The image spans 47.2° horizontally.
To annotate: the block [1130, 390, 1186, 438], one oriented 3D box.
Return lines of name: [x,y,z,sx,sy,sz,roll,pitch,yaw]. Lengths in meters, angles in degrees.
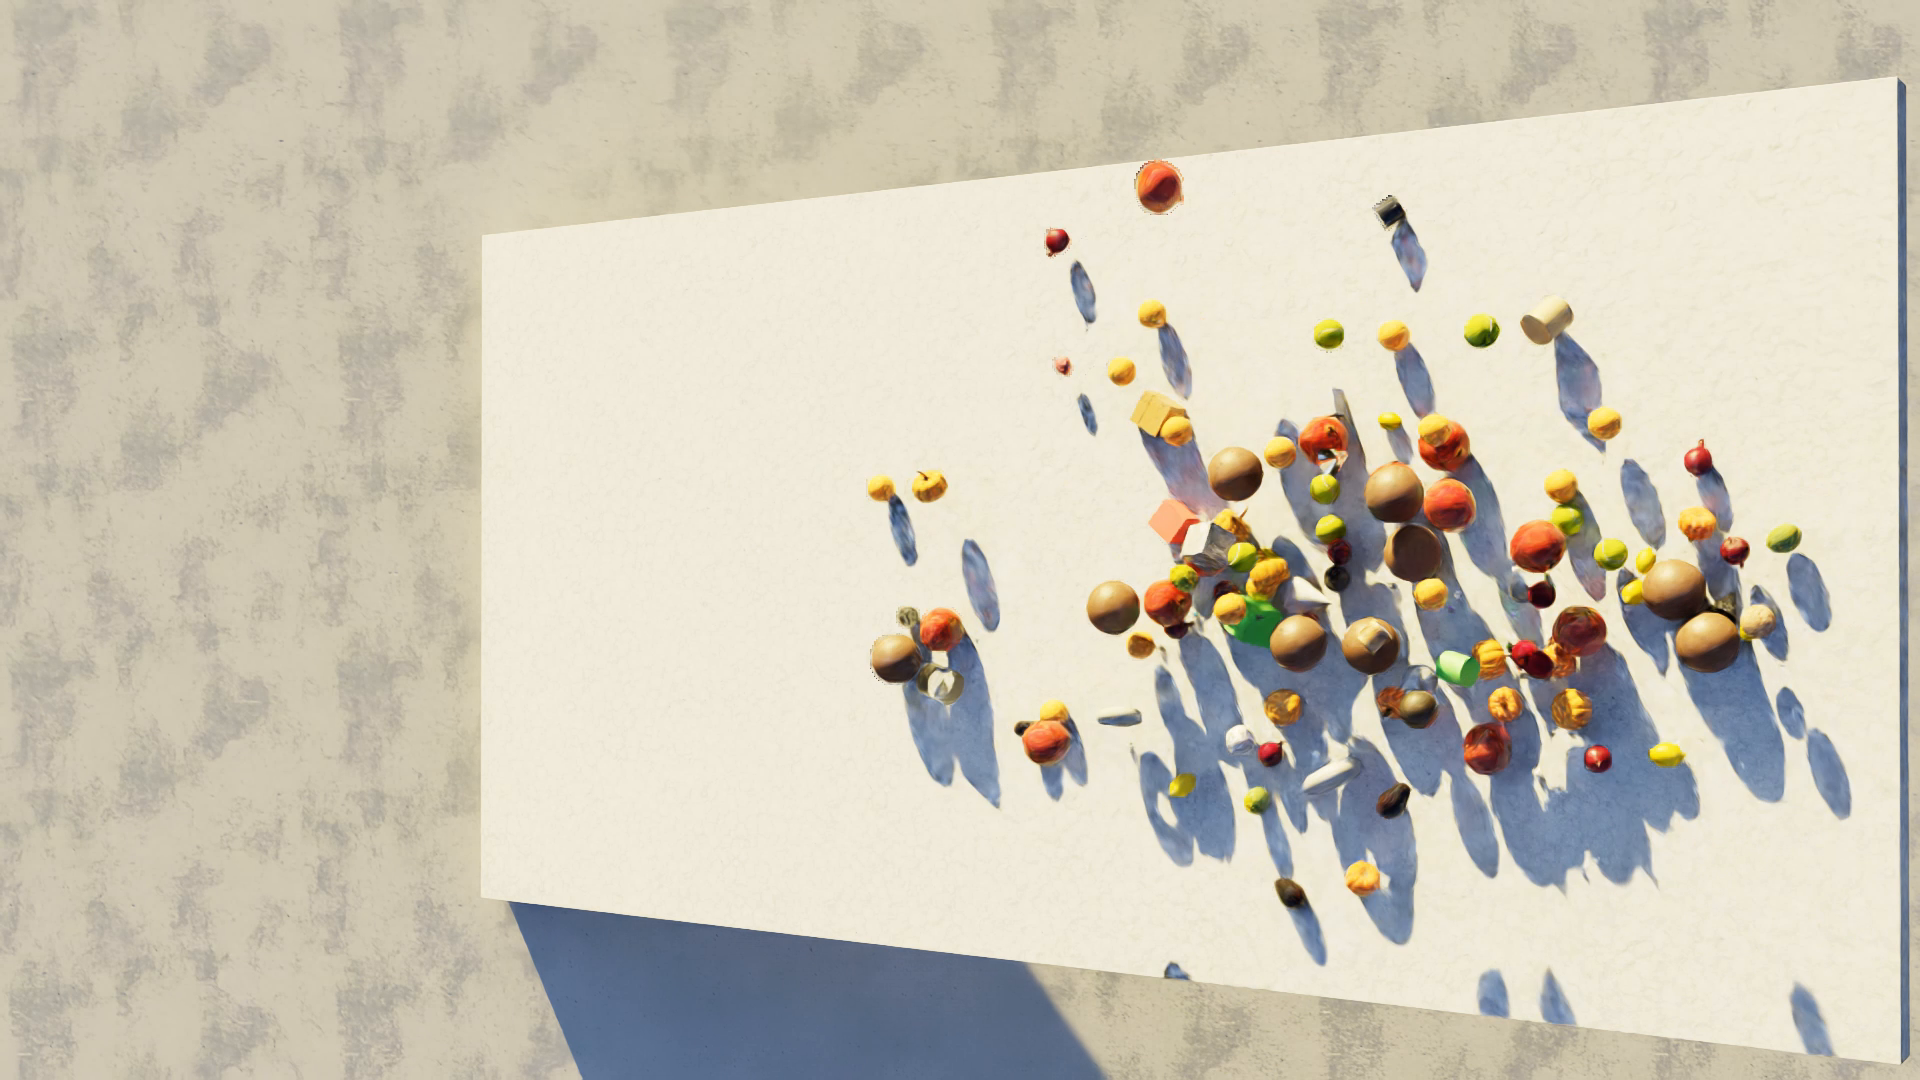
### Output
block: [0.480,-0.305,5.335,0.082,0.082,0.082,36,109,28]

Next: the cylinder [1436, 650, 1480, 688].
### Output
cylinder: [1.086,0.281,4.800,0.066,0.066,0.066,-11,108,-36]

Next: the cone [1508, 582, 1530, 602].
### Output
cone: [1.225,0.124,4.842,0.050,0.050,0.050,11,114,25]

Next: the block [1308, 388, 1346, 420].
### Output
block: [0.852,-0.316,5.104,0.062,0.062,0.062,-10,84,33]

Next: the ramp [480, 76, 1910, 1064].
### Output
ramp: [0.255,0.070,5.589,4.000,0.100,2.000,0,89,33]

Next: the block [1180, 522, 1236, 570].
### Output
block: [0.575,0.015,5.093,0.080,0.080,0.080,29,69,-27]

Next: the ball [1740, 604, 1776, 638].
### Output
ball: [1.626,0.166,4.480,0.069,0.069,0.069,0,90,0]

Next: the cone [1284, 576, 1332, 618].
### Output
cone: [0.818,0.138,5.080,0.100,0.100,0.100,11,89,37]

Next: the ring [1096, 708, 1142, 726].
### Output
ring: [0.386,0.428,5.331,0.116,0.116,0.039,2,80,0]

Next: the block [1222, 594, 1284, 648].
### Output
block: [0.690,0.191,5.172,0.087,0.087,0.087,14,105,-30]

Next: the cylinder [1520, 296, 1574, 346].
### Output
cylinder: [1.279,-0.478,4.791,0.080,0.080,0.080,-39,90,-22]

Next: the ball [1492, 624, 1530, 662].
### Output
ball: [1.225,0.228,4.884,0.085,0.085,0.085,0,90,0]

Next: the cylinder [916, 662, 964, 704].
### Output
cylinder: [-0.050,0.368,5.643,0.088,0.088,0.088,-13,110,-38]

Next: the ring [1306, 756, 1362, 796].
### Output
ring: [0.856,0.541,5.034,0.144,0.144,0.048,-25,75,0]

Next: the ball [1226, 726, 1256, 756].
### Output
ball: [0.665,0.475,5.214,0.072,0.072,0.072,0,90,0]

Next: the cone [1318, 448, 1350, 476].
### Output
cone: [0.822,-0.180,4.771,0.065,0.065,0.065,-23,89,-30]

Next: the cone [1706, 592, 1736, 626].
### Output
cone: [1.614,0.133,4.616,0.067,0.067,0.067,35,74,0]

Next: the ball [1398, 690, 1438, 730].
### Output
ball: [1.022,0.378,4.899,0.087,0.087,0.087,0,90,0]

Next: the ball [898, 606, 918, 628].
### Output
ball: [-0.135,0.201,5.751,0.054,0.054,0.054,0,90,0]

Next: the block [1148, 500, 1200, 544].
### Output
block: [0.517,-0.044,5.313,0.075,0.075,0.075,44,112,25]

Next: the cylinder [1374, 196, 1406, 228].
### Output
cylinder: [0.981,-0.748,5.015,0.053,0.053,0.053,-36,90,-2]
